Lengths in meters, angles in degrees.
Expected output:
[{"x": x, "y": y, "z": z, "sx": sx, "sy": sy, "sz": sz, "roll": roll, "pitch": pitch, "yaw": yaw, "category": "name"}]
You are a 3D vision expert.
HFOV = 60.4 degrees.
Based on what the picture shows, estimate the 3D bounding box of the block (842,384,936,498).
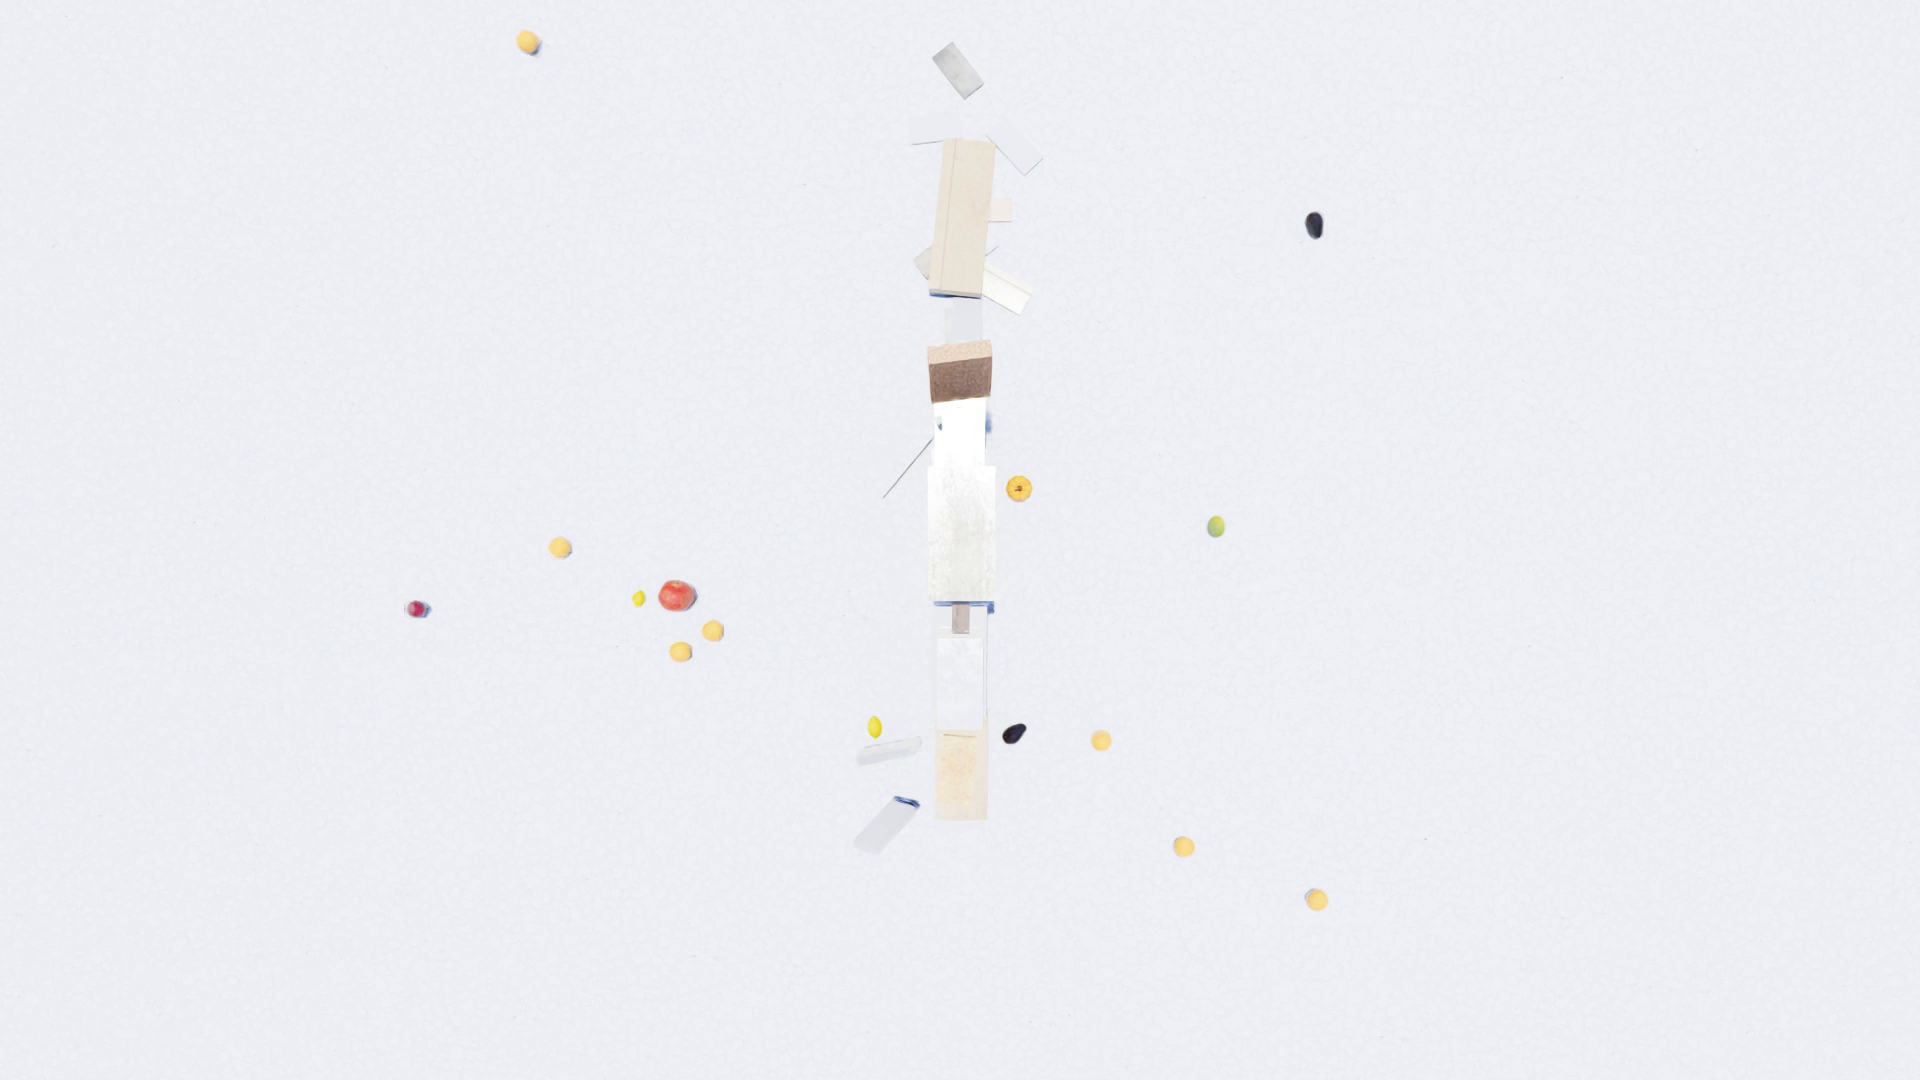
[{"x": -0.212, "y": -0.329, "z": 5.475, "sx": 0.174, "sy": 0.049, "sz": 0.347, "roll": 40, "pitch": 91, "yaw": -1, "category": "block"}]

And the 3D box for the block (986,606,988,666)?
[{"x": -0.001, "y": 0.245, "z": 5.138, "sx": 0.169, "sy": 0.048, "sz": 0.338, "roll": 0, "pitch": 90, "yaw": 0, "category": "block"}]

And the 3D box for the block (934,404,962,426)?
[{"x": -0.031, "y": -0.355, "z": 4.686, "sx": 0.085, "sy": 0.169, "sz": 0.024, "roll": -25, "pitch": 94, "yaw": 0, "category": "block"}]

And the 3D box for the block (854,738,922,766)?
[{"x": -0.236, "y": 0.696, "z": 5.411, "sx": 0.200, "sy": 0.100, "sz": 0.028, "roll": -8, "pitch": 66, "yaw": -22, "category": "block"}]

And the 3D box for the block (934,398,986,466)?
[{"x": 0.000, "y": -0.293, "z": 4.792, "sx": 0.144, "sy": 0.041, "sz": 0.288, "roll": 0, "pitch": 90, "yaw": 0, "category": "block"}]

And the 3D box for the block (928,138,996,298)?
[{"x": 0.008, "y": -1.065, "z": 5.443, "sx": 0.174, "sy": 0.049, "sz": 0.516, "roll": 6, "pitch": 83, "yaw": 0, "category": "block"}]

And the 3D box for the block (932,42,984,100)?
[{"x": -0.006, "y": -1.561, "z": 5.488, "sx": 0.086, "sy": 0.024, "sz": 0.173, "roll": -38, "pitch": 90, "yaw": 0, "category": "block"}]

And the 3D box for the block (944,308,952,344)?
[{"x": -0.009, "y": -0.699, "z": 5.442, "sx": 0.082, "sy": 0.023, "sz": 0.165, "roll": -2, "pitch": 54, "yaw": 0, "category": "block"}]

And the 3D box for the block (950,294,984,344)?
[{"x": 0.020, "y": -0.678, "z": 5.379, "sx": 0.099, "sy": 0.028, "sz": 0.344, "roll": 3, "pitch": 50, "yaw": 0, "category": "block"}]

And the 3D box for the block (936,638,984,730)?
[{"x": 0.000, "y": 0.391, "z": 4.486, "sx": 0.124, "sy": 0.035, "sz": 0.248, "roll": 1, "pitch": 90, "yaw": 0, "category": "block"}]

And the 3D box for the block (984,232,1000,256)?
[{"x": 0.047, "y": -0.965, "z": 5.489, "sx": 0.154, "sy": 0.022, "sz": 0.077, "roll": -38, "pitch": 90, "yaw": 0, "category": "block"}]

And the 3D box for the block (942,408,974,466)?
[{"x": -0.005, "y": -0.279, "z": 4.589, "sx": 0.085, "sy": 0.024, "sz": 0.169, "roll": -1, "pitch": 91, "yaw": 0, "category": "block"}]

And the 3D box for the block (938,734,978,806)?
[{"x": -0.007, "y": 0.669, "z": 4.796, "sx": 0.100, "sy": 0.028, "sz": 0.200, "roll": 5, "pitch": 90, "yaw": 0, "category": "block"}]

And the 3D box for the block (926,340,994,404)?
[{"x": 0.000, "y": -0.466, "z": 4.599, "sx": 0.174, "sy": 0.347, "sz": 0.049, "roll": -7, "pitch": 77, "yaw": -2, "category": "block"}]

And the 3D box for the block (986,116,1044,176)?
[{"x": 0.182, "y": -1.310, "z": 5.488, "sx": 0.086, "sy": 0.024, "sz": 0.185, "roll": -43, "pitch": 90, "yaw": 0, "category": "block"}]

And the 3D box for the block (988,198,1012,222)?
[{"x": 0.096, "y": -1.099, "z": 5.489, "sx": 0.154, "sy": 0.022, "sz": 0.077, "roll": 0, "pitch": 90, "yaw": 0, "category": "block"}]

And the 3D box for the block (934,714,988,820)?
[{"x": 0.004, "y": 0.665, "z": 4.832, "sx": 0.153, "sy": 0.043, "sz": 0.307, "roll": 0, "pitch": 90, "yaw": 0, "category": "block"}]

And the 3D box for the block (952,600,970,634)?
[{"x": 0.001, "y": 0.212, "z": 4.617, "sx": 0.048, "sy": 0.014, "sz": 0.096, "roll": 1, "pitch": 90, "yaw": 0, "category": "block"}]

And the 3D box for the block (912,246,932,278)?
[{"x": -0.072, "y": -0.945, "z": 5.469, "sx": 0.154, "sy": 0.022, "sz": 0.077, "roll": -38, "pitch": 85, "yaw": 0, "category": "block"}]

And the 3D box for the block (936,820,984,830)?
[{"x": 0.002, "y": 0.757, "z": 5.182, "sx": 0.148, "sy": 0.042, "sz": 0.297, "roll": 0, "pitch": 90, "yaw": 0, "category": "block"}]

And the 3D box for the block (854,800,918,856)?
[{"x": -0.238, "y": 0.912, "z": 5.241, "sx": 0.200, "sy": 0.100, "sz": 0.028, "roll": -44, "pitch": 125, "yaw": -34, "category": "block"}]

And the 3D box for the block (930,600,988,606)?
[{"x": -0.001, "y": 0.020, "z": 4.744, "sx": 0.166, "sy": 0.047, "sz": 0.333, "roll": 0, "pitch": 90, "yaw": 0, "category": "block"}]

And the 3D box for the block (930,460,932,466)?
[{"x": -0.004, "y": -0.222, "z": 5.325, "sx": 0.175, "sy": 0.350, "sz": 0.050, "roll": 1, "pitch": 90, "yaw": 0, "category": "block"}]

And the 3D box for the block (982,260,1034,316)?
[{"x": 0.136, "y": -0.840, "z": 5.486, "sx": 0.198, "sy": 0.028, "sz": 0.099, "roll": 29, "pitch": 90, "yaw": 0, "category": "block"}]

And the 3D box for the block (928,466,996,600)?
[{"x": 0.004, "y": -0.017, "z": 4.343, "sx": 0.176, "sy": 0.050, "sz": 0.352, "roll": 0, "pitch": 90, "yaw": 0, "category": "block"}]

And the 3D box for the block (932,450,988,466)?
[{"x": 0.000, "y": -0.104, "z": 5.125, "sx": 0.175, "sy": 0.050, "sz": 0.350, "roll": 0, "pitch": 90, "yaw": 0, "category": "block"}]

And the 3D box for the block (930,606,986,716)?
[{"x": -0.003, "y": 0.349, "z": 4.774, "sx": 0.158, "sy": 0.045, "sz": 0.317, "roll": 0, "pitch": 90, "yaw": 0, "category": "block"}]

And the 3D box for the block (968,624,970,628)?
[{"x": 0.001, "y": 0.244, "z": 4.688, "sx": 0.048, "sy": 0.128, "sz": 0.014, "roll": 1, "pitch": 90, "yaw": 0, "category": "block"}]

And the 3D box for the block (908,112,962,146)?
[{"x": -0.082, "y": -1.369, "z": 5.488, "sx": 0.173, "sy": 0.024, "sz": 0.086, "roll": -6, "pitch": 90, "yaw": 0, "category": "block"}]
